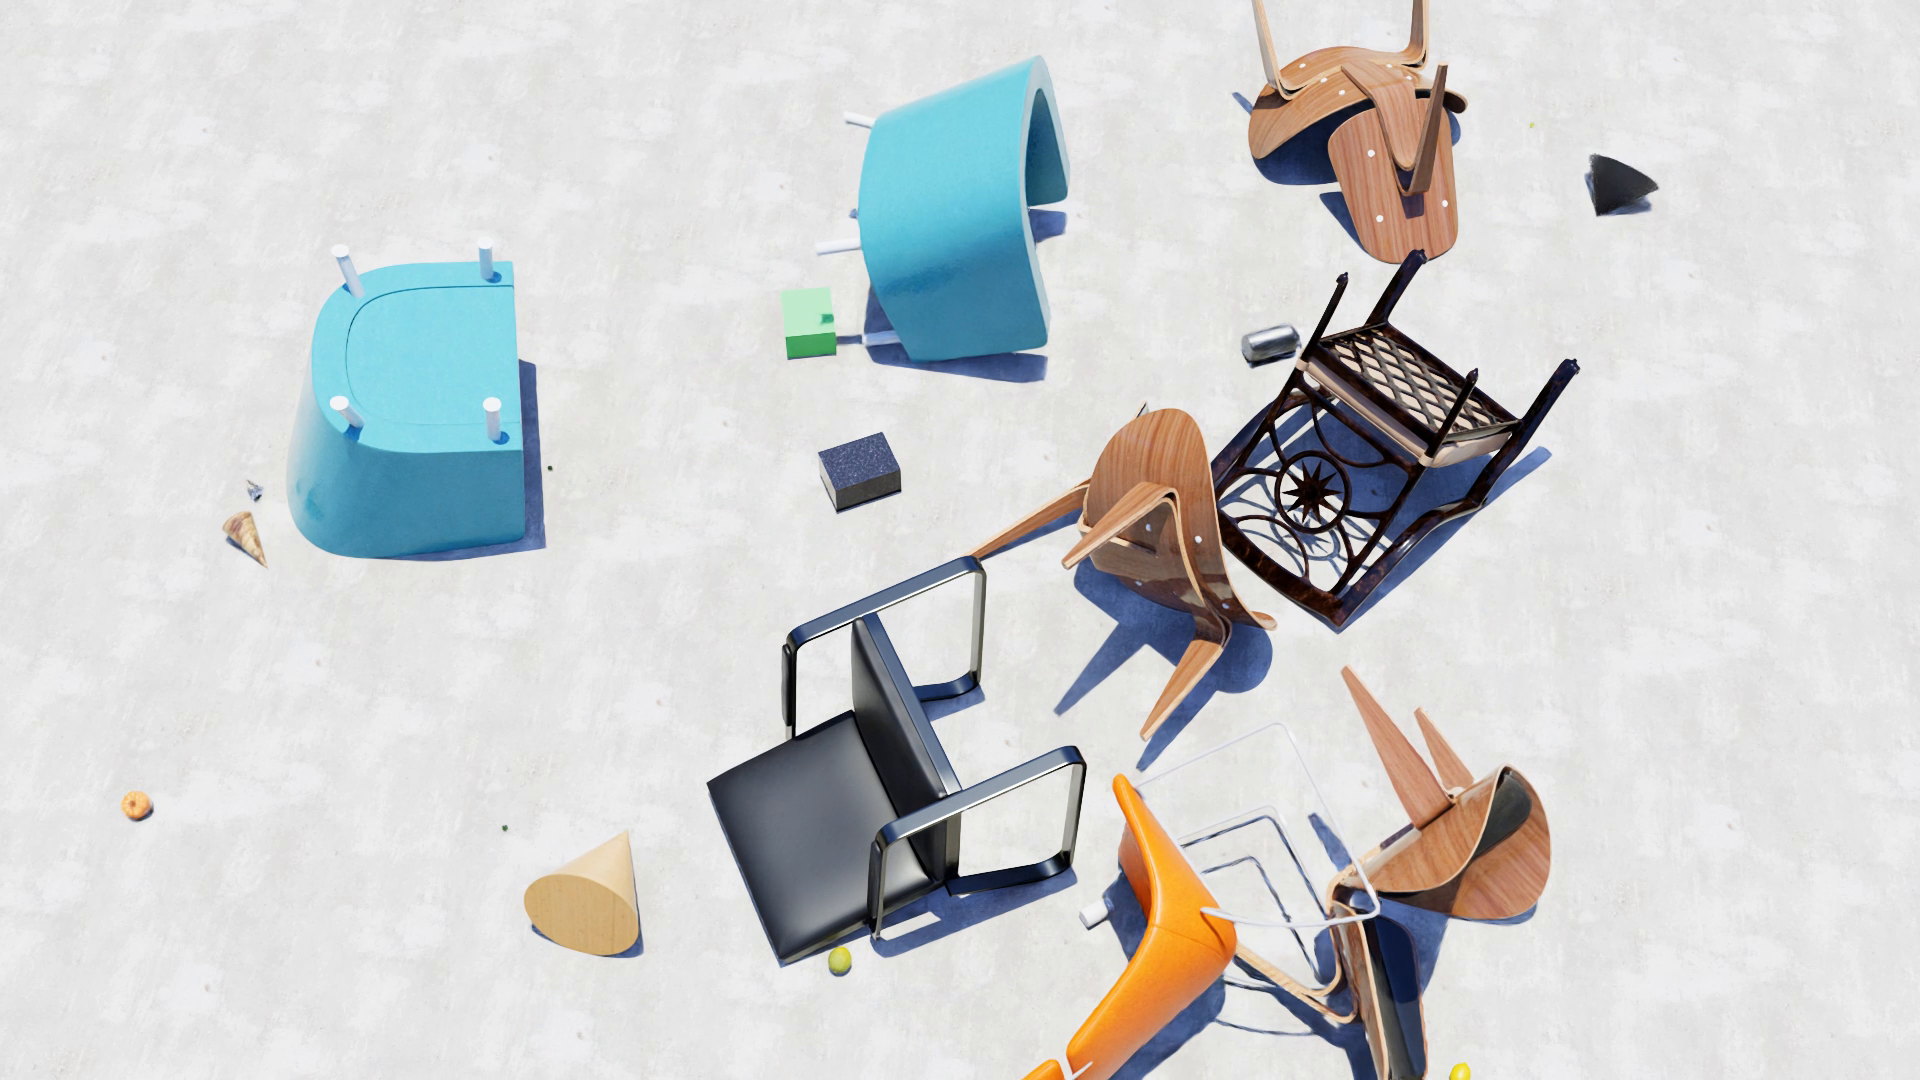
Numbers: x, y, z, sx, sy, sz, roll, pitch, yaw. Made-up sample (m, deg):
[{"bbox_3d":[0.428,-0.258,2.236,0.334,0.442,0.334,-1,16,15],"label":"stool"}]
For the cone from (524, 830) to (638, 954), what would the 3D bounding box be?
[{"bbox_3d":[-0.952,0.889,5.900,0.320,0.276,0.348,13,35,7],"label":"cone"}]

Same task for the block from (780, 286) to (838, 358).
[{"bbox_3d":[-0.480,-0.691,6.973,0.158,0.106,0.188,-6,56,-4],"label":"block"}]

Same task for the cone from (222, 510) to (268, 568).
[{"bbox_3d":[-2.101,0.017,6.530,0.098,0.112,0.181,-30,78,-32],"label":"cone"}]

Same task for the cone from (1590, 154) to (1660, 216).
[{"bbox_3d":[2.157,-1.145,7.290,0.262,0.197,0.172,32,92,33],"label":"cone"}]

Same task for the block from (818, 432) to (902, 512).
[{"bbox_3d":[-0.303,-0.207,6.646,0.209,0.111,0.153,-19,58,-12],"label":"block"}]

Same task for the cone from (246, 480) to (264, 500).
[{"bbox_3d":[-2.127,-0.155,6.664,0.047,0.050,0.068,-12,59,-43],"label":"cone"}]
